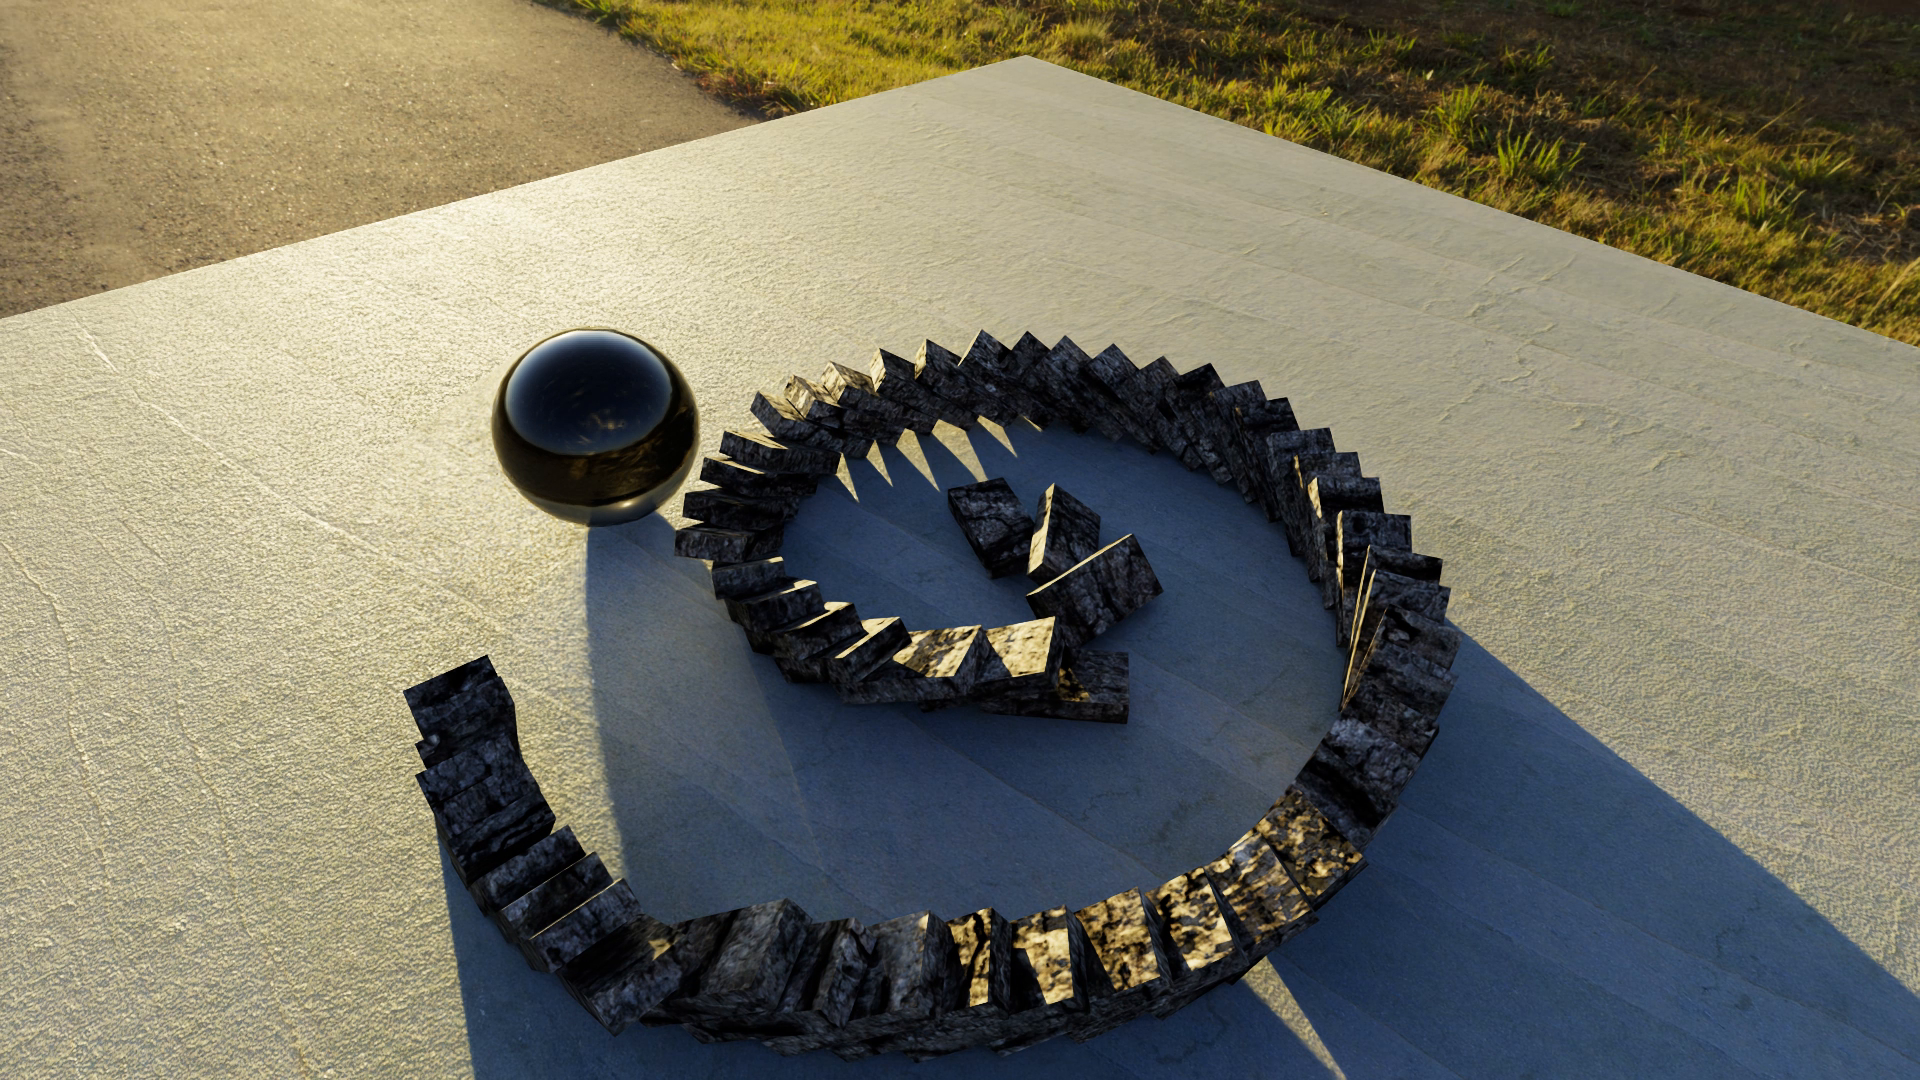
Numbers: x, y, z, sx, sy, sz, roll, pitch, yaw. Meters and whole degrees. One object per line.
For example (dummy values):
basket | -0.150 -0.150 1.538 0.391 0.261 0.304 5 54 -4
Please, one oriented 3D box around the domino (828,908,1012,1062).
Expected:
domino | -0.011 0.114 0.282 0.050 0.009 0.025 -26 33 24

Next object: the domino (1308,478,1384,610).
domino | 0.150 0.001 0.421 0.025 0.009 0.050 0 72 -5

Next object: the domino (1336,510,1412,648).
domino | 0.152 0.015 0.405 0.025 0.010 0.050 4 72 5

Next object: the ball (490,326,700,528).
ball | -0.146 -0.045 0.443 0.080 0.080 0.080 0 39 0

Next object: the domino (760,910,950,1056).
domino | -0.027 0.114 0.282 0.050 0.009 0.025 -24 34 26

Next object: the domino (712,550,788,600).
domino | -0.078 0.012 0.407 0.025 0.010 0.050 -11 6 -11

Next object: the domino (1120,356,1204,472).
domino | 0.097 -0.057 0.494 0.025 0.010 0.050 -33 80 -34

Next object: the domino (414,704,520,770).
domino | -0.148 0.066 0.334 0.025 0.050 0.010 -26 79 -28

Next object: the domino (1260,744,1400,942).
domino | 0.099 0.087 0.316 0.050 0.009 0.025 -49 57 -3

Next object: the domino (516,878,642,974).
domino | -0.102 0.102 0.291 0.025 0.050 0.009 -30 87 -32

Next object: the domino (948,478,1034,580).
domino | 0.015 -0.006 0.450 0.025 0.010 0.050 -13 41 -16

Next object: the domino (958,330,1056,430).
domino | 0.025 -0.075 0.515 0.050 0.010 0.025 35 41 -9

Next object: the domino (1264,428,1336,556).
domino | 0.143 -0.020 0.447 0.025 0.009 0.050 -6 73 -8

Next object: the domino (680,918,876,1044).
domino | -0.047 0.114 0.284 0.050 0.009 0.025 -20 29 31

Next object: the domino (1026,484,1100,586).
domino | 0.041 0.002 0.431 0.025 0.009 0.050 34 37 -17

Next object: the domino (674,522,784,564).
domino | -0.088 -0.001 0.425 0.025 0.009 0.050 7 8 8

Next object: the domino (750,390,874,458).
domino | -0.065 -0.051 0.485 0.050 0.009 0.025 11 25 -44

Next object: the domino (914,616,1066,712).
domino | 0.010 0.043 0.374 0.050 0.010 0.025 -14 36 26

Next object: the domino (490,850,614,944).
domino | -0.111 0.097 0.297 0.025 0.050 0.010 -30 87 -32

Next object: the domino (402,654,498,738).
domino | -0.159 0.053 0.349 0.025 0.050 0.009 -26 79 -28

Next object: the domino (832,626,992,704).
domino | -0.017 0.043 0.375 0.050 0.009 0.025 -9 32 32

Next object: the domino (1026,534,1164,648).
domino | 0.050 0.020 0.407 0.050 0.010 0.025 -29 92 -31

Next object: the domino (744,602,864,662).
domino | -0.055 0.031 0.384 0.025 0.010 0.050 -25 10 -26

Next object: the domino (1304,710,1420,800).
domino | 0.111 0.079 0.326 0.025 0.010 0.050 33 84 32

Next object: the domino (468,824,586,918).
domino | -0.120 0.092 0.303 0.025 0.050 0.010 -30 87 -32

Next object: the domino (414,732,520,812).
domino | -0.144 0.072 0.325 0.025 0.050 0.009 -26 79 -28

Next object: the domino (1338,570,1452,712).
domino | 0.148 0.038 0.376 0.025 0.009 0.050 15 76 15

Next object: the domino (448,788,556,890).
domino | -0.129 0.085 0.310 0.025 0.050 0.009 -30 82 -31

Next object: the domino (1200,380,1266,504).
domino | 0.126 -0.042 0.473 0.025 0.010 0.050 -15 76 -21

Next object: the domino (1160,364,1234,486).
domino | 0.112 -0.051 0.484 0.025 0.010 0.050 -25 81 -30

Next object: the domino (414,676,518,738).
domino | -0.152 0.059 0.342 0.025 0.050 0.009 -26 79 -28

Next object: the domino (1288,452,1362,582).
domino | 0.148 -0.009 0.434 0.025 0.009 0.050 -3 73 -6

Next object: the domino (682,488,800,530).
domino | -0.087 -0.014 0.441 0.025 0.010 0.050 13 10 15

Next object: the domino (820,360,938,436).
domino | -0.037 -0.064 0.500 0.050 0.009 0.025 17 24 -35

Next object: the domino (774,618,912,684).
domino | -0.041 0.038 0.375 0.025 0.009 0.050 -34 14 -33

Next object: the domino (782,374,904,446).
domino | -0.052 -0.058 0.492 0.050 0.009 0.025 14 23 -41

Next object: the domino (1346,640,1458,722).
domino | 0.134 0.060 0.349 0.025 0.009 0.050 28 79 24

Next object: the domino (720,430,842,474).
domino | -0.076 -0.037 0.468 0.025 0.010 0.050 21 11 26

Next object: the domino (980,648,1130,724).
domino | 0.033 0.050 0.383 0.050 0.010 0.025 4 39 4

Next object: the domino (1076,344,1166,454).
domino | 0.079 -0.065 0.502 0.050 0.009 0.025 46 49 4

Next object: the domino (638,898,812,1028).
domino | -0.063 0.110 0.286 0.050 0.009 0.025 -23 27 33

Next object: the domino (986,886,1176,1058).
domino | 0.029 0.113 0.287 0.050 0.010 0.025 -28 37 15

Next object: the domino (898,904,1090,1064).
domino | 0.008 0.115 0.285 0.050 0.009 0.025 -24 36 18

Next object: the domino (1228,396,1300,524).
domino | 0.134 -0.034 0.462 0.025 0.010 0.050 -12 75 -20

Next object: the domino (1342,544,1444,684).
domino | 0.153 0.029 0.389 0.025 0.009 0.050 12 73 15

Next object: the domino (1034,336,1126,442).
domino | 0.060 -0.070 0.508 0.050 0.009 0.025 42 44 -1

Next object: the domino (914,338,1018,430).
domino | 0.003 -0.073 0.512 0.050 0.010 0.025 25 35 -20

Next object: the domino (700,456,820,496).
domino | -0.082 -0.026 0.455 0.025 0.010 0.050 18 9 20

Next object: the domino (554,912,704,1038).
domino | -0.087 0.110 0.285 0.025 0.009 0.050 -32 10 -31

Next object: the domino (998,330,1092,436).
domino | 0.044 -0.073 0.513 0.050 0.010 0.025 39 44 -4

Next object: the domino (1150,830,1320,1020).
domino | 0.068 0.104 0.296 0.050 0.009 0.025 -36 45 7

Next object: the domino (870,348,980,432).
domino | -0.017 -0.069 0.508 0.050 0.009 0.025 21 31 -27

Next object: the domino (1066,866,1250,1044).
domino | 0.048 0.109 0.290 0.050 0.010 0.025 -31 39 12

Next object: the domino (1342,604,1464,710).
domino | 0.143 0.049 0.362 0.025 0.009 0.050 24 78 20

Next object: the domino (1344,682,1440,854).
domino | 0.122 0.072 0.336 0.025 0.010 0.050 31 80 32

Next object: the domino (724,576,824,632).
domino | -0.067 0.022 0.394 0.025 0.009 0.050 -19 8 -20

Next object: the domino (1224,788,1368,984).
domino | 0.085 0.096 0.305 0.050 0.010 0.025 -42 50 2

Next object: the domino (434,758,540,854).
domino | -0.137 0.079 0.317 0.025 0.050 0.009 -30 81 -31
